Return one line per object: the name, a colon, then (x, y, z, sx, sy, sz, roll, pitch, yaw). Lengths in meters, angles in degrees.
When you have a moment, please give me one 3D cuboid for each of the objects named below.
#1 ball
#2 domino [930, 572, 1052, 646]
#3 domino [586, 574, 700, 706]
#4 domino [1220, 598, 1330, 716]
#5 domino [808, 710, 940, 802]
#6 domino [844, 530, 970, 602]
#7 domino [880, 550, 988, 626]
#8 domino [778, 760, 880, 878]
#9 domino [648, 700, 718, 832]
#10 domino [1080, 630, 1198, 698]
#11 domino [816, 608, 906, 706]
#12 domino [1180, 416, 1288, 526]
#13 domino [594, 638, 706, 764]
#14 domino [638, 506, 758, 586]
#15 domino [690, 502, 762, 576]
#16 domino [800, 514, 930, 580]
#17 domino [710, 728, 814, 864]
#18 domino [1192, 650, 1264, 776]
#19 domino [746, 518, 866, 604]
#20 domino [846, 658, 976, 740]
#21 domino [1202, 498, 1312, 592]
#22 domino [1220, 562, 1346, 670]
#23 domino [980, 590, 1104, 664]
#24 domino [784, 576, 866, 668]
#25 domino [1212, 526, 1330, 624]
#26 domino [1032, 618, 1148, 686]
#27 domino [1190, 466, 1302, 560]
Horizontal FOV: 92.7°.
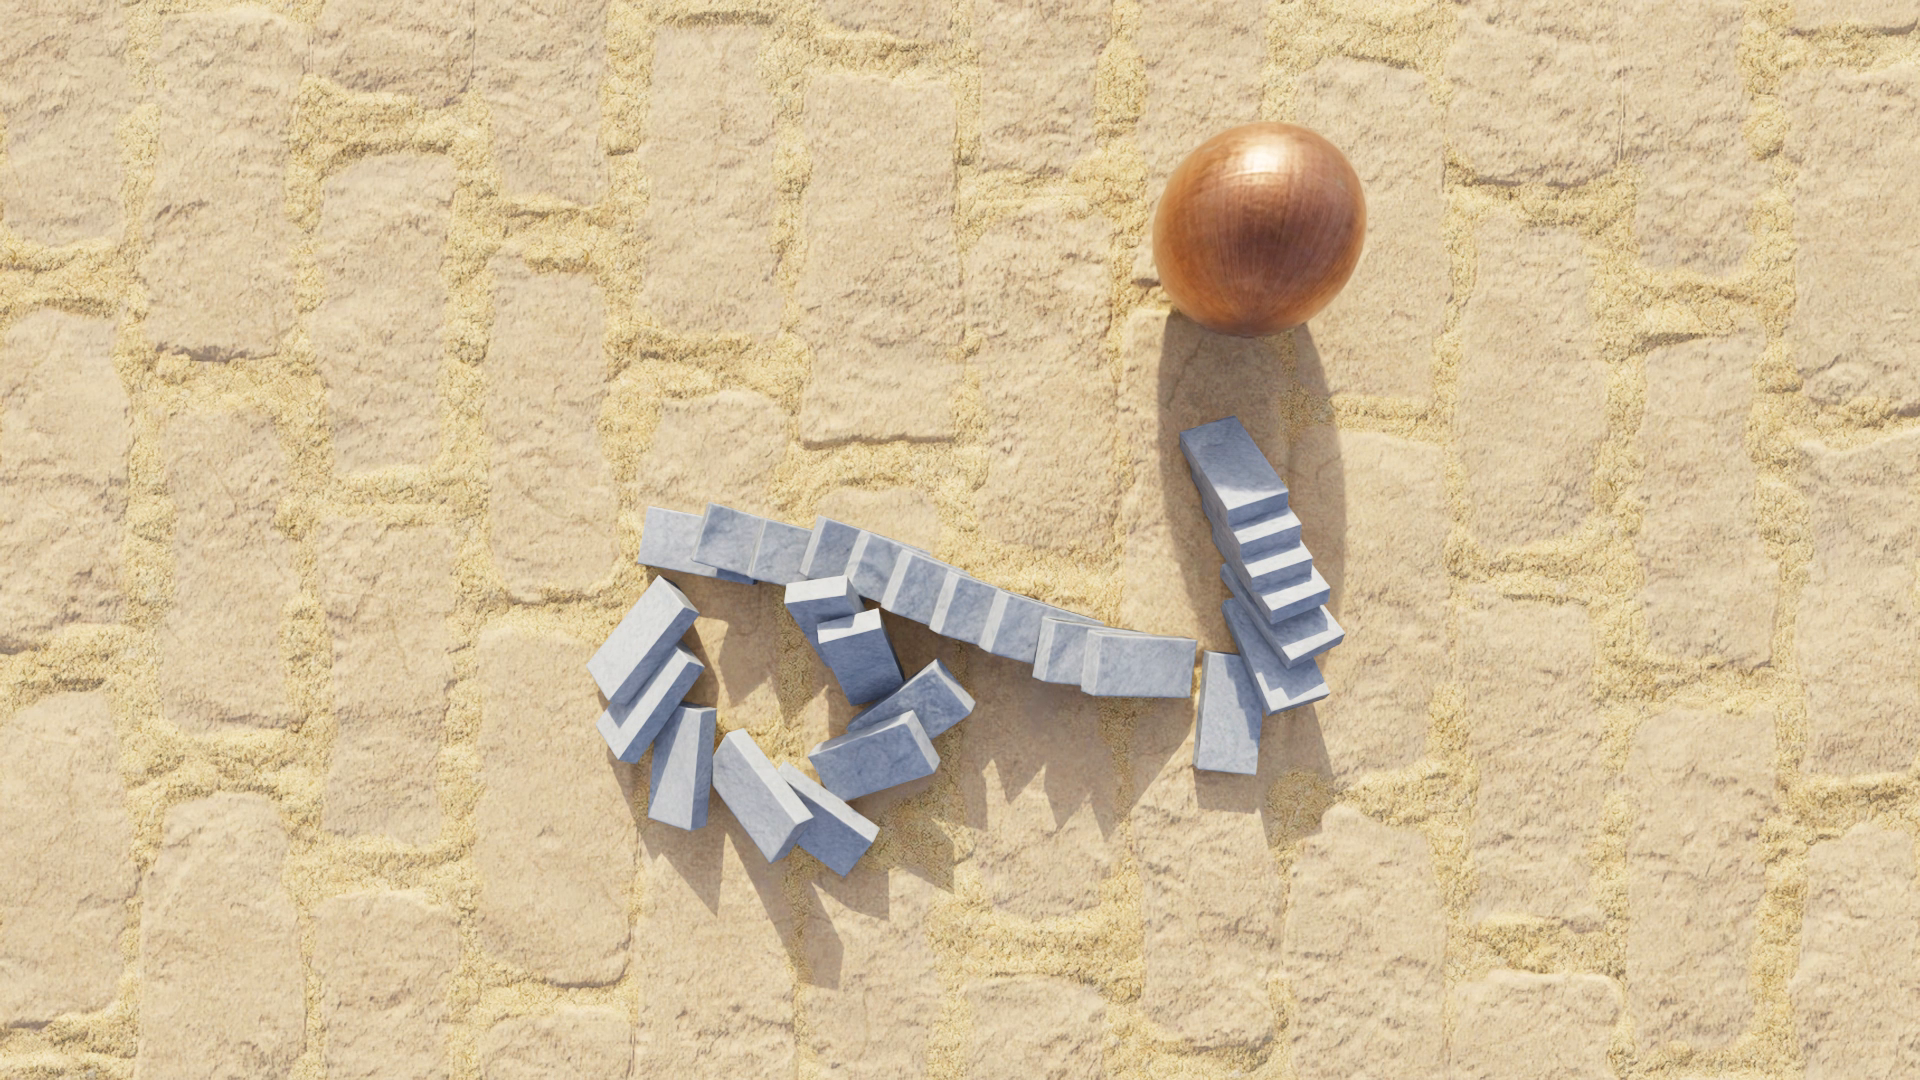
ball: (0.116, -0.120, 0.360, 0.080, 0.080, 0.080, 0, 90, 0)
domino: (0.014, 0.032, 0.384, 0.050, 0.009, 0.025, 19, 89, -29)
domino: (-0.135, 0.042, 0.389, 0.050, 0.009, 0.025, -51, 53, 0)
domino: (0.132, 0.046, 0.385, 0.025, 0.009, 0.050, -17, 65, 0)
domino: (-0.036, 0.091, 0.384, 0.050, 0.010, 0.025, -23, 102, 22)
domino: (-0.023, 0.016, 0.383, 0.050, 0.010, 0.025, 23, 87, -30)
domino: (-0.006, 0.025, 0.383, 0.050, 0.009, 0.025, 22, 88, -30)
domino: (-0.062, 0.119, 0.391, 0.050, 0.009, 0.025, 36, 114, 0)
domino: (-0.118, 0.095, 0.390, 0.025, 0.009, 0.050, 5, 90, 29)
domino: (0.076, 0.052, 0.384, 0.050, 0.009, 0.025, 6, 92, -27)
domino: (-0.040, 0.049, 0.378, 0.025, 0.050, 0.009, -14, 50, 0)
domino: (0.112, -0.030, 0.379, 0.025, 0.009, 0.050, -17, 46, 0)
domino: (-0.132, 0.066, 0.388, 0.025, 0.010, 0.050, 36, 90, 39)
domino: (-0.111, 0.002, 0.395, 0.050, 0.010, 0.025, 11, 90, 0)
domino: (-0.084, 0.003, 0.385, 0.050, 0.009, 0.025, 17, 89, -24)
domino: (-0.039, 0.009, 0.384, 0.050, 0.009, 0.025, 19, 90, -29)
domino: (-0.085, 0.106, 0.381, 0.050, 0.009, 0.025, 44, 115, 23)
domino: (0.116, 0.074, 0.395, 0.025, 0.010, 0.050, 6, 90, 0)
domino: (-0.061, 0.009, 0.385, 0.050, 0.009, 0.025, 15, 90, -24)
domino: (-0.021, 0.074, 0.386, 0.050, 0.010, 0.025, -37, 96, 19)
domino: (0.122, -0.003, 0.379, 0.025, 0.010, 0.050, -18, 47, 1)
domino: (0.133, 0.026, 0.381, 0.025, 0.009, 0.050, -25, 57, -5)
domino: (0.035, 0.040, 0.384, 0.050, 0.010, 0.025, 18, 90, -28)
domino: (-0.051, 0.034, 0.376, 0.025, 0.050, 0.009, -8, 51, 10)
domino: (0.128, 0.010, 0.379, 0.025, 0.009, 0.050, -21, 47, -2)
domino: (0.056, 0.048, 0.384, 0.050, 0.010, 0.025, 10, 90, -27)
domino: (0.117, -0.017, 0.379, 0.025, 0.009, 0.050, -18, 47, 1)
